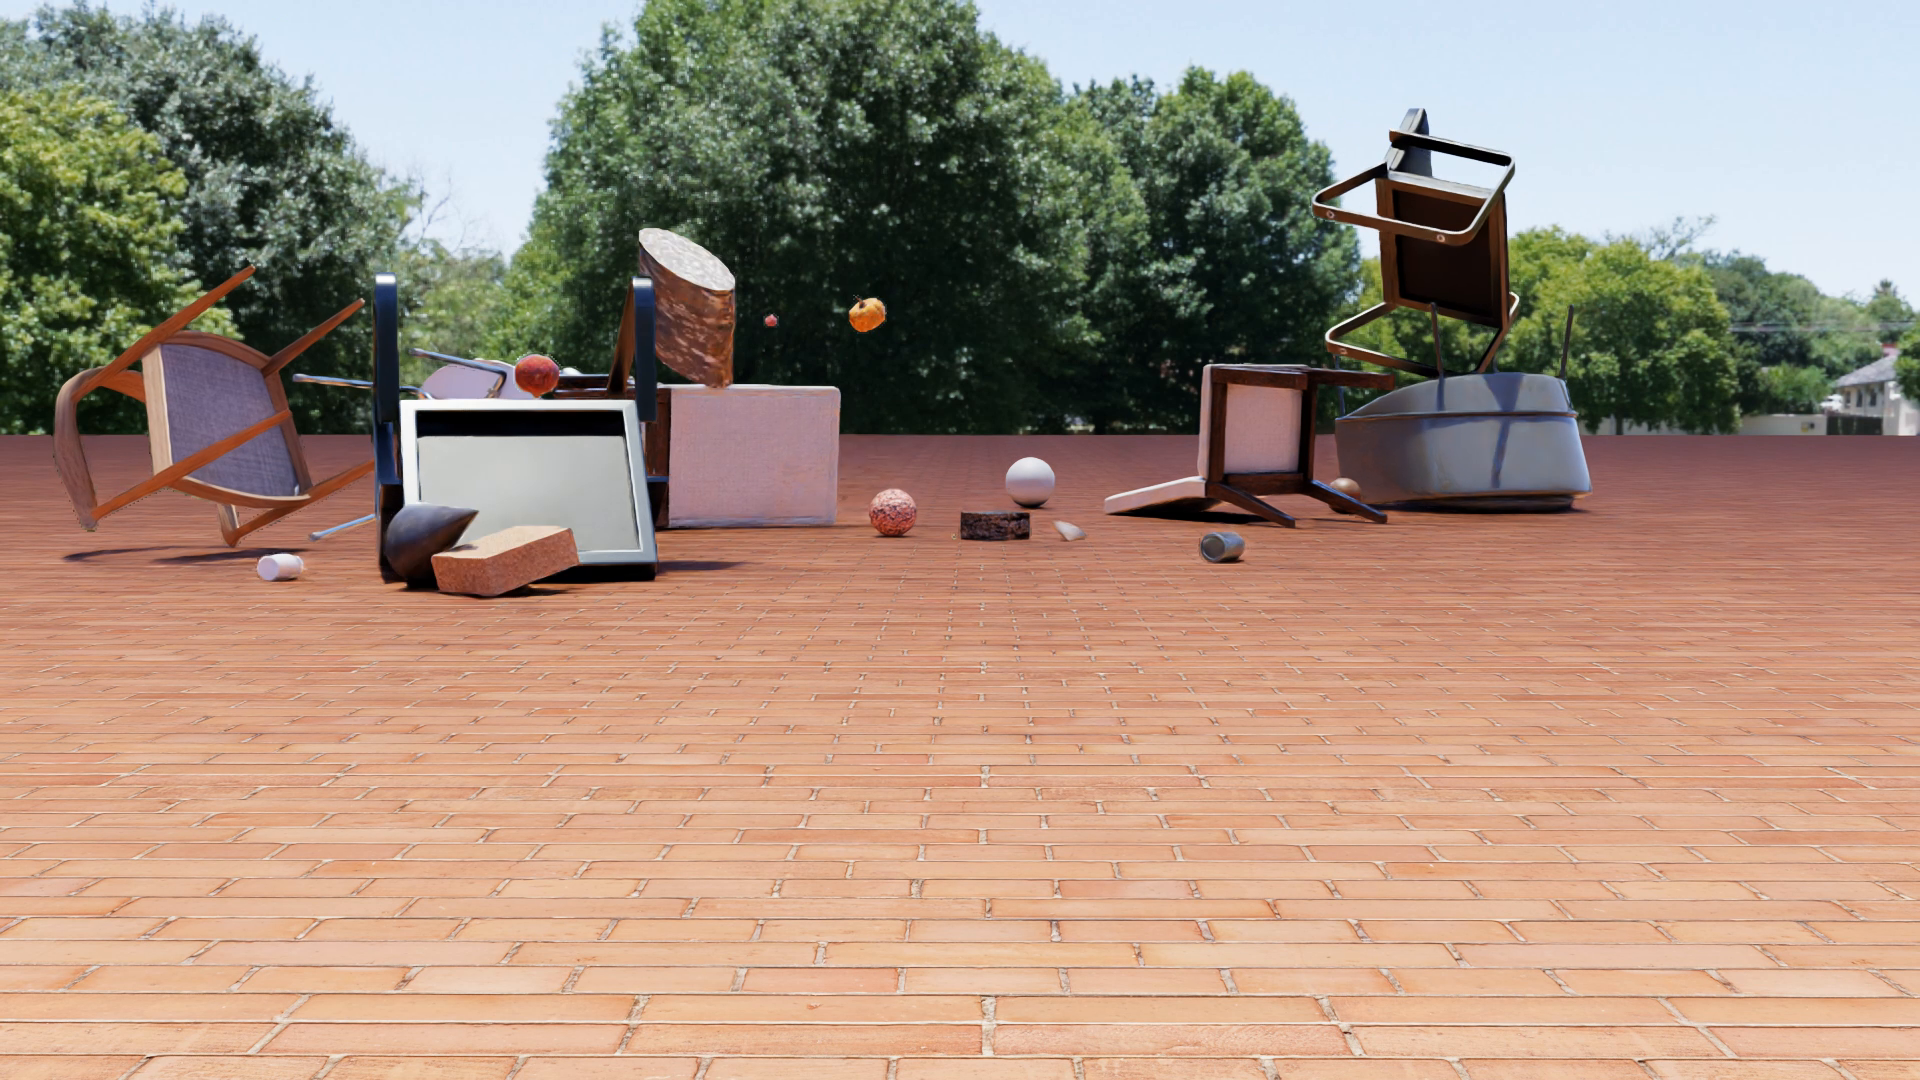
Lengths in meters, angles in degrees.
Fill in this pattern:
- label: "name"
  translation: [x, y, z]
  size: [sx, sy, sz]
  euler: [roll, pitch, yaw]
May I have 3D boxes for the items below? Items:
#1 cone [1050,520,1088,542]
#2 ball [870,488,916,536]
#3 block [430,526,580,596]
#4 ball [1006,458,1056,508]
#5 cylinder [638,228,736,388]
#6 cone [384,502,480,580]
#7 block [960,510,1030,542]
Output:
- label: "cone"
  translation: [0.322, -0.012, 6.503]
  size: [0.122, 0.048, 0.053]
  euler: [23, 36, -16]
- label: "ball"
  translation: [-0.204, -0.084, 6.703]
  size: [0.145, 0.145, 0.145]
  euler: [0, 4, 0]
- label: "block"
  translation: [-1.001, 0.044, 4.841]
  size: [0.220, 0.084, 0.229]
  euler: [2, 18, 45]
- label: "ball"
  translation: [0.266, -0.217, 8.315]
  size: [0.191, 0.191, 0.191]
  euler: [0, 4, 0]
- label: "cylinder"
  translation: [-0.698, -0.590, 5.610]
  size: [0.317, 0.328, 0.122]
  euler: [34, 52, 23]
- label: "cone"
  translation: [-1.134, -0.032, 4.879]
  size: [0.248, 0.153, 0.202]
  euler: [-21, 34, 40]
- label: "block"
  translation: [0.106, -0.042, 6.573]
  size: [0.168, 0.081, 0.122]
  euler: [-3, 5, -38]
